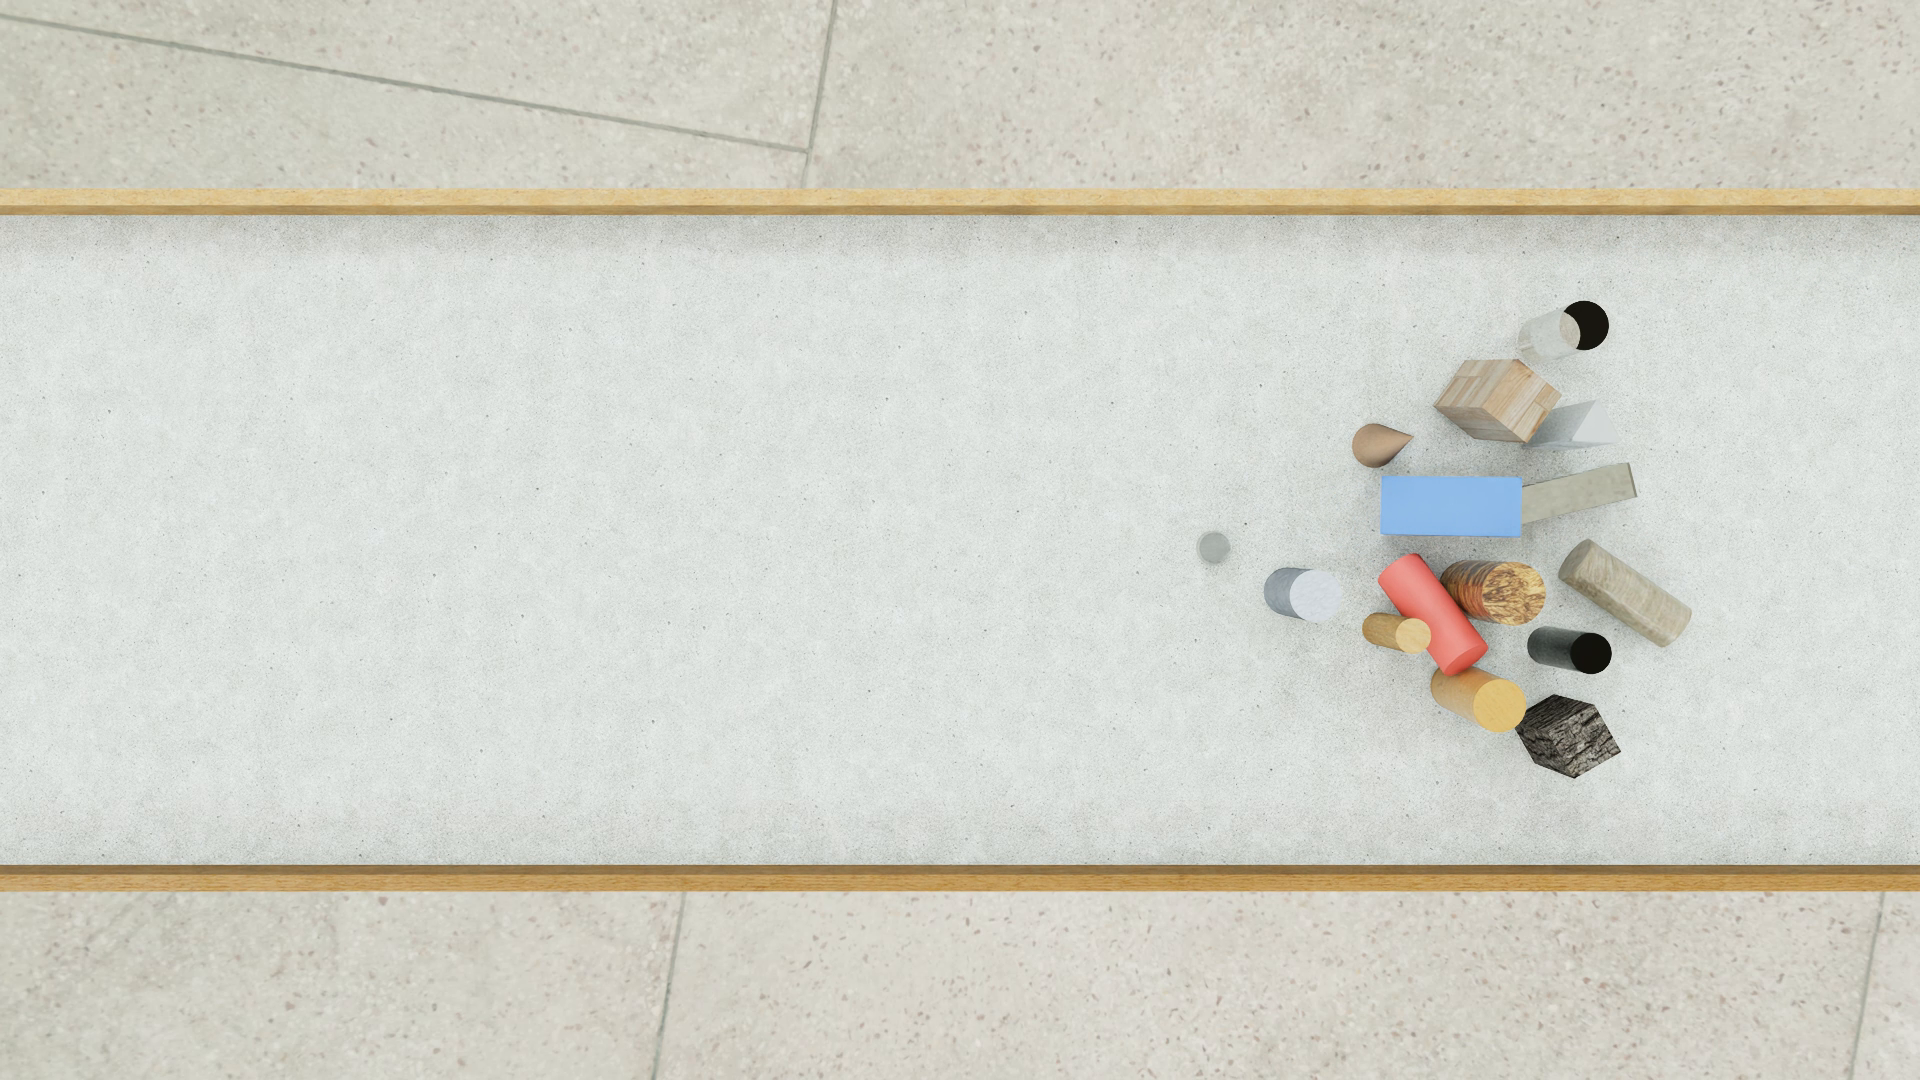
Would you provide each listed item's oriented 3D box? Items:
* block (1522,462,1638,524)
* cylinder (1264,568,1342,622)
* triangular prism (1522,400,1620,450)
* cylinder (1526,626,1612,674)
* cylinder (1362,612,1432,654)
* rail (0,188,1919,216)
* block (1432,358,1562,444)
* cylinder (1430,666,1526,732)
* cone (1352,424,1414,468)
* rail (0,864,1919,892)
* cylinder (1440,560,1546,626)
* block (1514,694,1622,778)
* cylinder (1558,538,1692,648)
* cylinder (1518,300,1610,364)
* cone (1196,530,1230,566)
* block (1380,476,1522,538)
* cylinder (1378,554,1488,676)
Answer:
[{"bbox_3d":[1.838,-0.137,5.023,0.393,0.108,0.108,-13,90,0],"label":"block"},{"bbox_3d":[1.008,0.158,4.875,0.149,0.403,0.149,0,90,0],"label":"cylinder"},{"bbox_3d":[1.796,-0.338,4.862,0.136,0.429,0.117,2,90,0],"label":"triangular prism"},{"bbox_3d":[1.805,0.325,4.896,0.119,0.361,0.119,0,90,0],"label":"cylinder"},{"bbox_3d":[1.288,0.273,4.881,0.101,0.391,0.101,0,90,0],"label":"cylinder"},{"bbox_3d":[-2.247,-1.025,5.002,12.000,0.150,0.050,0,90,0],"label":"rail"},{"bbox_3d":[1.587,-0.414,4.891,0.172,0.347,0.172,36,90,-9],"label":"block"},{"bbox_3d":[1.529,0.460,4.883,0.154,0.377,0.154,0,94,-2],"label":"cylinder"},{"bbox_3d":[1.275,-0.290,4.852,0.137,0.448,0.137,0,90,0],"label":"cone"},{"bbox_3d":[-2.247,1.025,5.001,12.000,0.150,0.050,0,90,0],"label":"rail"},{"bbox_3d":[1.561,0.151,4.863,0.180,0.428,0.180,0,90,0],"label":"cylinder"},{"bbox_3d":[1.798,0.581,4.913,0.157,0.327,0.157,-30,90,0],"label":"block"},{"bbox_3d":[2.015,0.161,5.002,0.367,0.149,0.149,34,90,0],"label":"cylinder"},{"bbox_3d":[1.789,-0.615,4.901,0.143,0.350,0.143,0,90,0],"label":"cylinder"},{"bbox_3d":[0.779,0.024,4.908,0.107,0.338,0.107,0,90,0],"label":"cone"},{"bbox_3d":[1.469,-0.099,4.932,0.397,0.173,0.173,1,90,18],"label":"block"},{"bbox_3d":[1.410,0.221,4.925,0.150,0.150,0.350,-30,60,0],"label":"cylinder"}]
